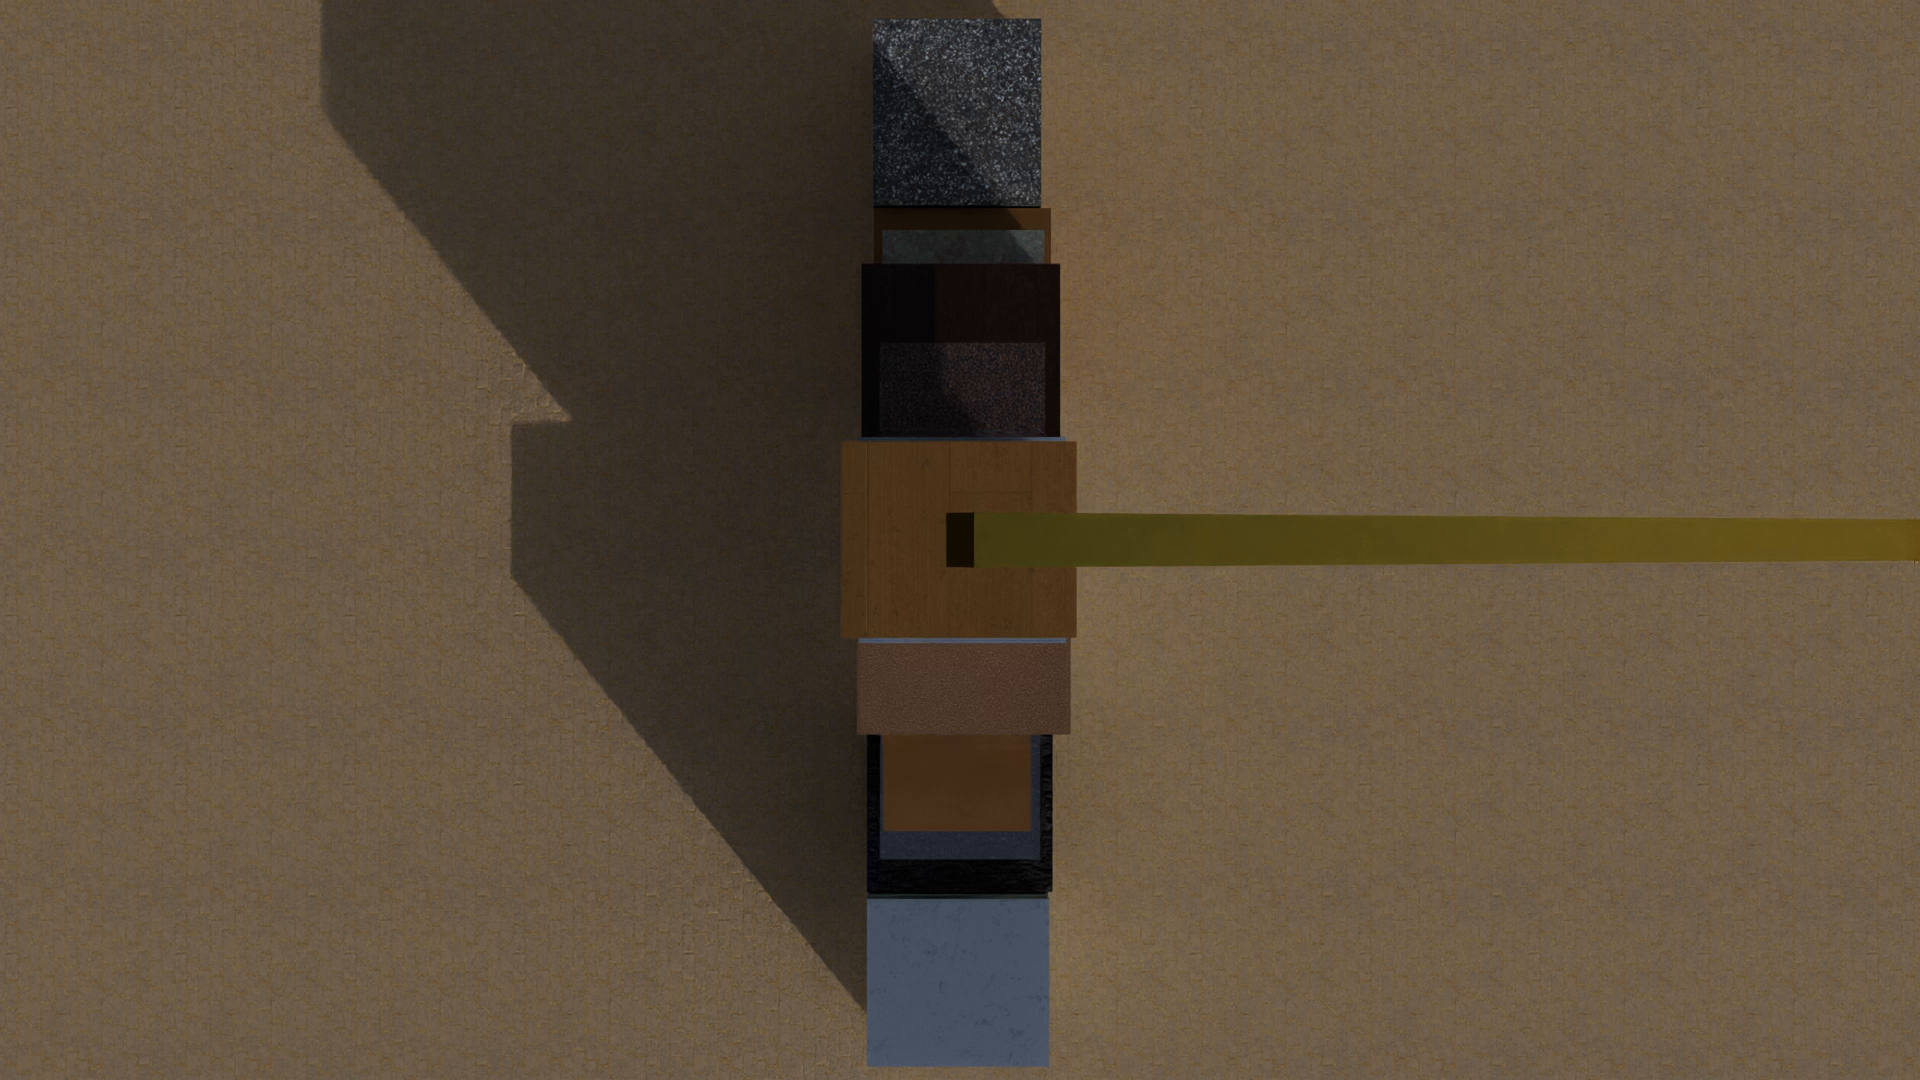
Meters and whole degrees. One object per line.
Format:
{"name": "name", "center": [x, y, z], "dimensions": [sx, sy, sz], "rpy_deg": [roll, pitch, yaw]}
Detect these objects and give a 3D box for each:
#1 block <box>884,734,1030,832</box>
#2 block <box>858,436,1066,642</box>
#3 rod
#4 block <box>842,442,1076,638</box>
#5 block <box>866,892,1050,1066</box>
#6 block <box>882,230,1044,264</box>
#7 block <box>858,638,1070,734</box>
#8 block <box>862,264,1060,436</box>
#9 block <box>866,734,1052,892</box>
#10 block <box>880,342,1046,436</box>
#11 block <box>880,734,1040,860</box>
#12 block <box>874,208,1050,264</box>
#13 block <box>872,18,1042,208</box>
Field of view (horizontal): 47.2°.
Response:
{"name": "block", "center": [-0.014, 1.029, 10.800], "dimensions": [0.699, 0.788, 0.653], "rpy_deg": [0, 94, 0]}
{"name": "block", "center": [0.009, 0.000, 8.972], "dimensions": [0.813, 0.721, 0.807], "rpy_deg": [0, 90, 0]}
{"name": "rod", "center": [2.234, 0.000, 4.545], "dimensions": [5.200, 0.080, 0.080], "rpy_deg": [0, 90, -31]}
{"name": "block", "center": [-0.002, -0.001, 7.040], "dimensions": [0.716, 0.697, 0.598], "rpy_deg": [0, 90, 0]}
{"name": "block", "center": [-0.011, 2.408, 12.477], "dimensions": [0.992, 1.045, 0.912], "rpy_deg": [0, 90, 0]}
{"name": "block", "center": [0.017, -1.225, 11.772], "dimensions": [0.841, 0.712, 0.768], "rpy_deg": [0, 90, 0]}
{"name": "block", "center": [0.017, 0.414, 9.816], "dimensions": [0.906, 0.965, 0.823], "rpy_deg": [0, 90, 0]}
{"name": "block", "center": [0.004, -0.809, 10.978], "dimensions": [0.952, 0.876, 1.034], "rpy_deg": [0, 90, 0]}
{"name": "block", "center": [-0.001, 1.494, 12.564], "dimensions": [1.024, 0.873, 0.895], "rpy_deg": [0, 90, 0]}
{"name": "block", "center": [0.011, -0.435, 9.942], "dimensions": [0.722, 0.726, 0.818], "rpy_deg": [0, 87, 0]}
{"name": "block", "center": [0.000, 1.238, 11.726], "dimensions": [0.829, 0.698, 0.791], "rpy_deg": [0, 94, 0]}
{"name": "block", "center": [0.013, -1.337, 12.564], "dimensions": [0.977, 0.872, 0.987], "rpy_deg": [0, 90, 0]}
{"name": "block", "center": [-0.016, -2.352, 12.539], "dimensions": [0.925, 0.921, 1.023], "rpy_deg": [0, 90, 0]}
